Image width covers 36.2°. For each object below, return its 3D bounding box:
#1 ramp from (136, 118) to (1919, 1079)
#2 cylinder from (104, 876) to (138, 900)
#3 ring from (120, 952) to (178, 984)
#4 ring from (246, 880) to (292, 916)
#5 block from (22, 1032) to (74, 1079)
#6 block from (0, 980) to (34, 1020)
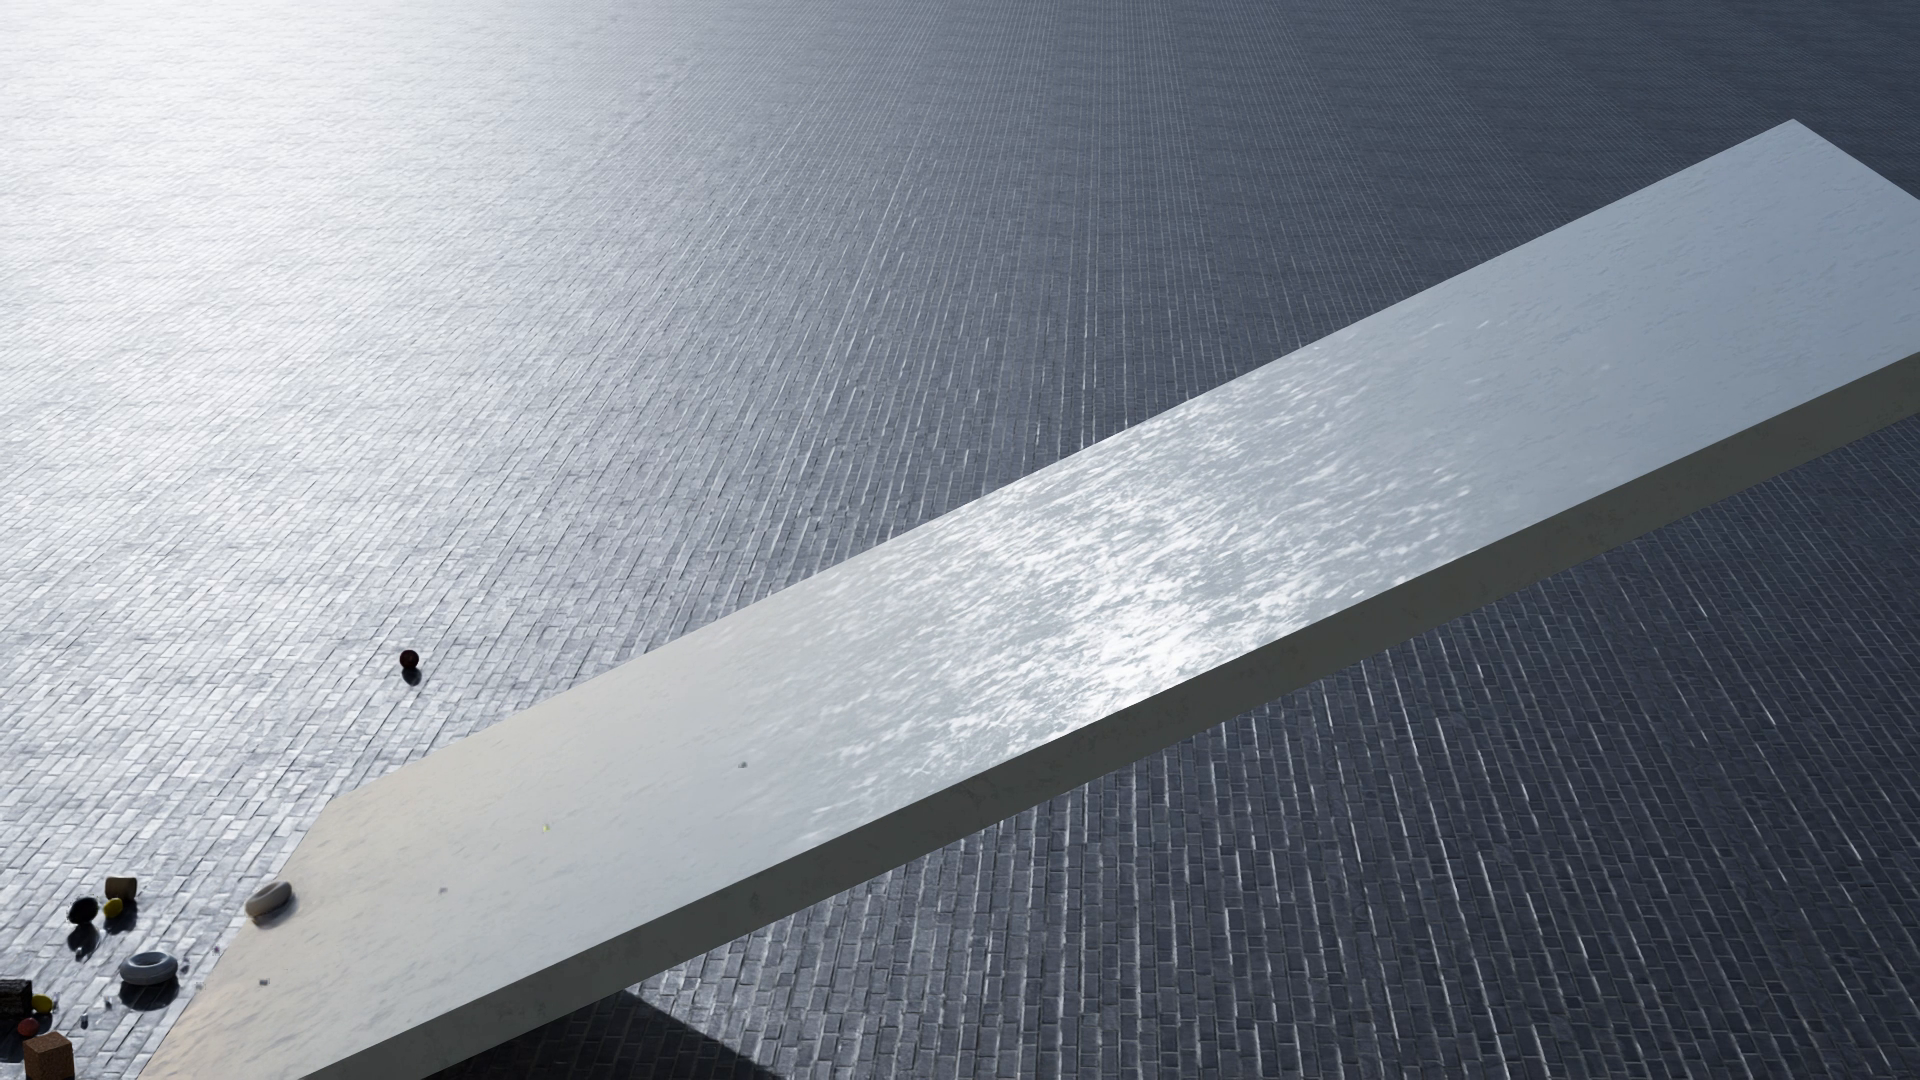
[{"bbox_3d":[0.138,0.168,6.281,4.000,0.100,2.000,-25,14,10],"label":"ramp"},{"bbox_3d":[-2.047,0.849,7.177,0.059,0.059,0.059,2,17,6],"label":"cylinder"},{"bbox_3d":[-1.862,0.983,6.752,0.131,0.044,0.131,-1,15,0],"label":"ring"},{"bbox_3d":[-1.611,0.835,6.850,0.118,0.039,0.118,-27,13,7],"label":"ring"},{"bbox_3d":[-1.944,1.106,6.276,0.076,0.076,0.076,-14,22,-40],"label":"block"},{"bbox_3d":[-2.114,1.026,6.562,0.068,0.068,0.068,1,16,2],"label":"block"}]
